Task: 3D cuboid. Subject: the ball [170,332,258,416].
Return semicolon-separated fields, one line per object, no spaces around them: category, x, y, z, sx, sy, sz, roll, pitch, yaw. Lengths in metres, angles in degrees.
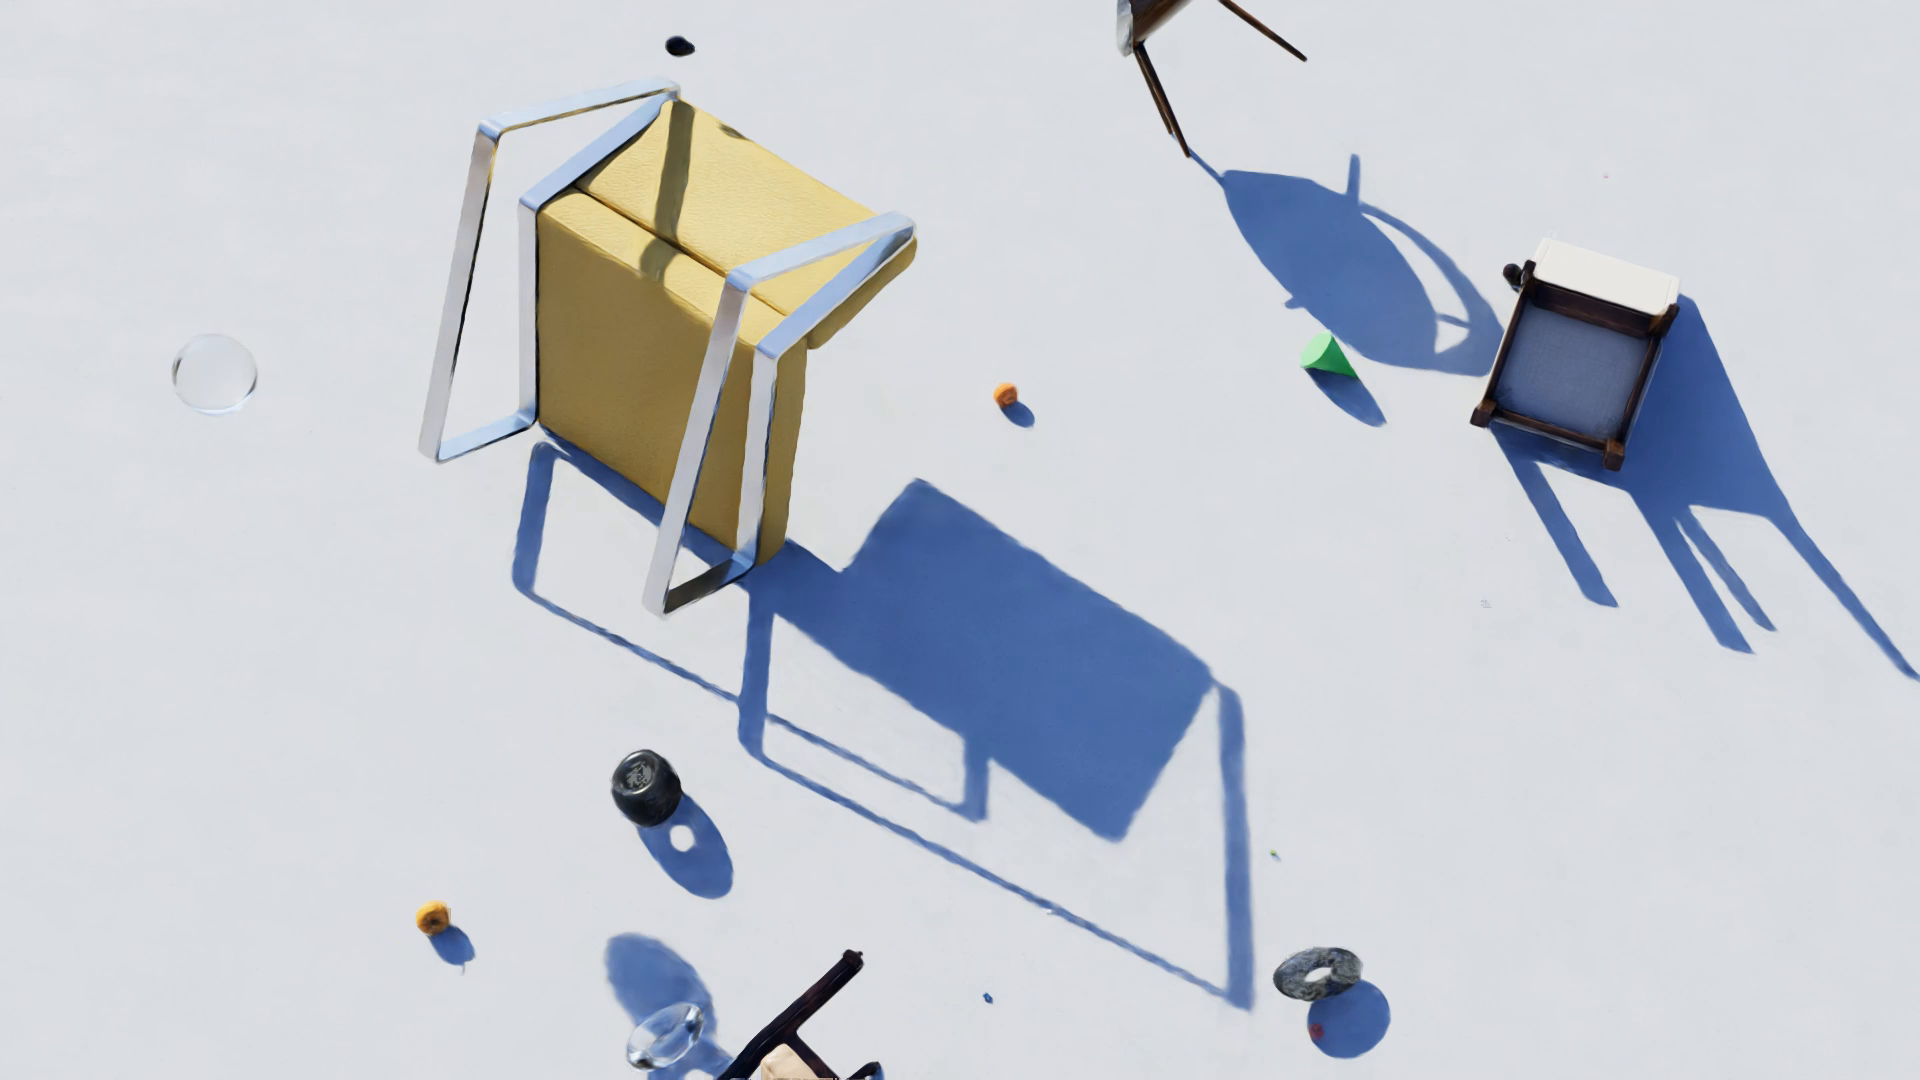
ball;-1.902;-0.422;5.612;0.213;0.213;0.213;0;56;0

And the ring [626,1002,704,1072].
ring;-0.755;1.268;5.615;0.225;0.064;0.213;-41;25;-28

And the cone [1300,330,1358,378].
cone;1.184;-0.554;6.897;0.174;0.197;0.131;33;90;-12

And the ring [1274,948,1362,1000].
ring;0.932;1.129;5.723;0.270;0.144;0.062;-2;19;-25

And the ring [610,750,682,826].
ring;-0.858;0.678;6.011;0.186;0.127;0.244;-26;34;-2

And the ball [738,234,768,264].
ball;-0.665;-0.933;7.056;0.093;0.093;0.093;0;56;0
